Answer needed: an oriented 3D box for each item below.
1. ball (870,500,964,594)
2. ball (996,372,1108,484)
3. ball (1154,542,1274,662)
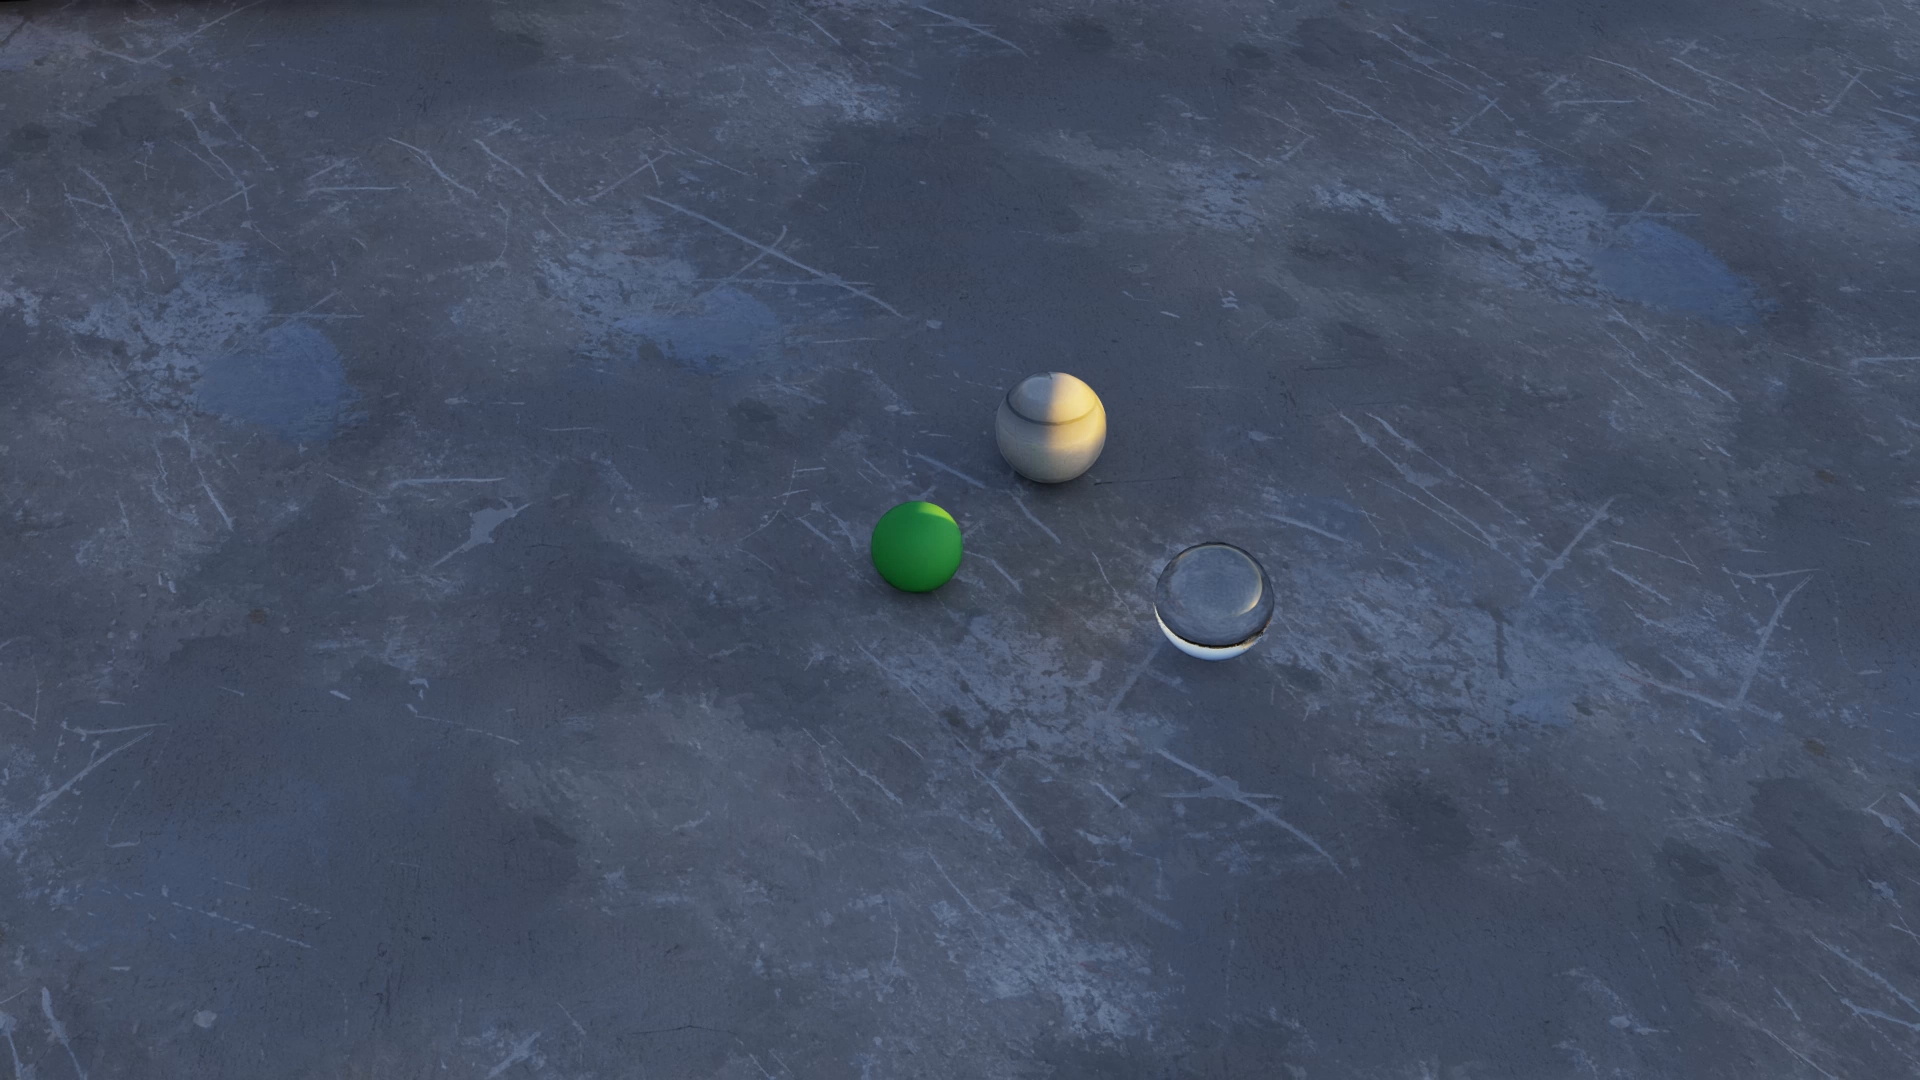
[{"bbox_3d":[-0.026,0.004,1.563,0.056,0.056,0.056,0,36,0],"label":"ball"},{"bbox_3d":[0.059,-0.072,1.654,0.072,0.072,0.072,0,36,0],"label":"ball"},{"bbox_3d":[0.149,0.036,1.508,0.070,0.070,0.070,0,36,0],"label":"ball"}]
